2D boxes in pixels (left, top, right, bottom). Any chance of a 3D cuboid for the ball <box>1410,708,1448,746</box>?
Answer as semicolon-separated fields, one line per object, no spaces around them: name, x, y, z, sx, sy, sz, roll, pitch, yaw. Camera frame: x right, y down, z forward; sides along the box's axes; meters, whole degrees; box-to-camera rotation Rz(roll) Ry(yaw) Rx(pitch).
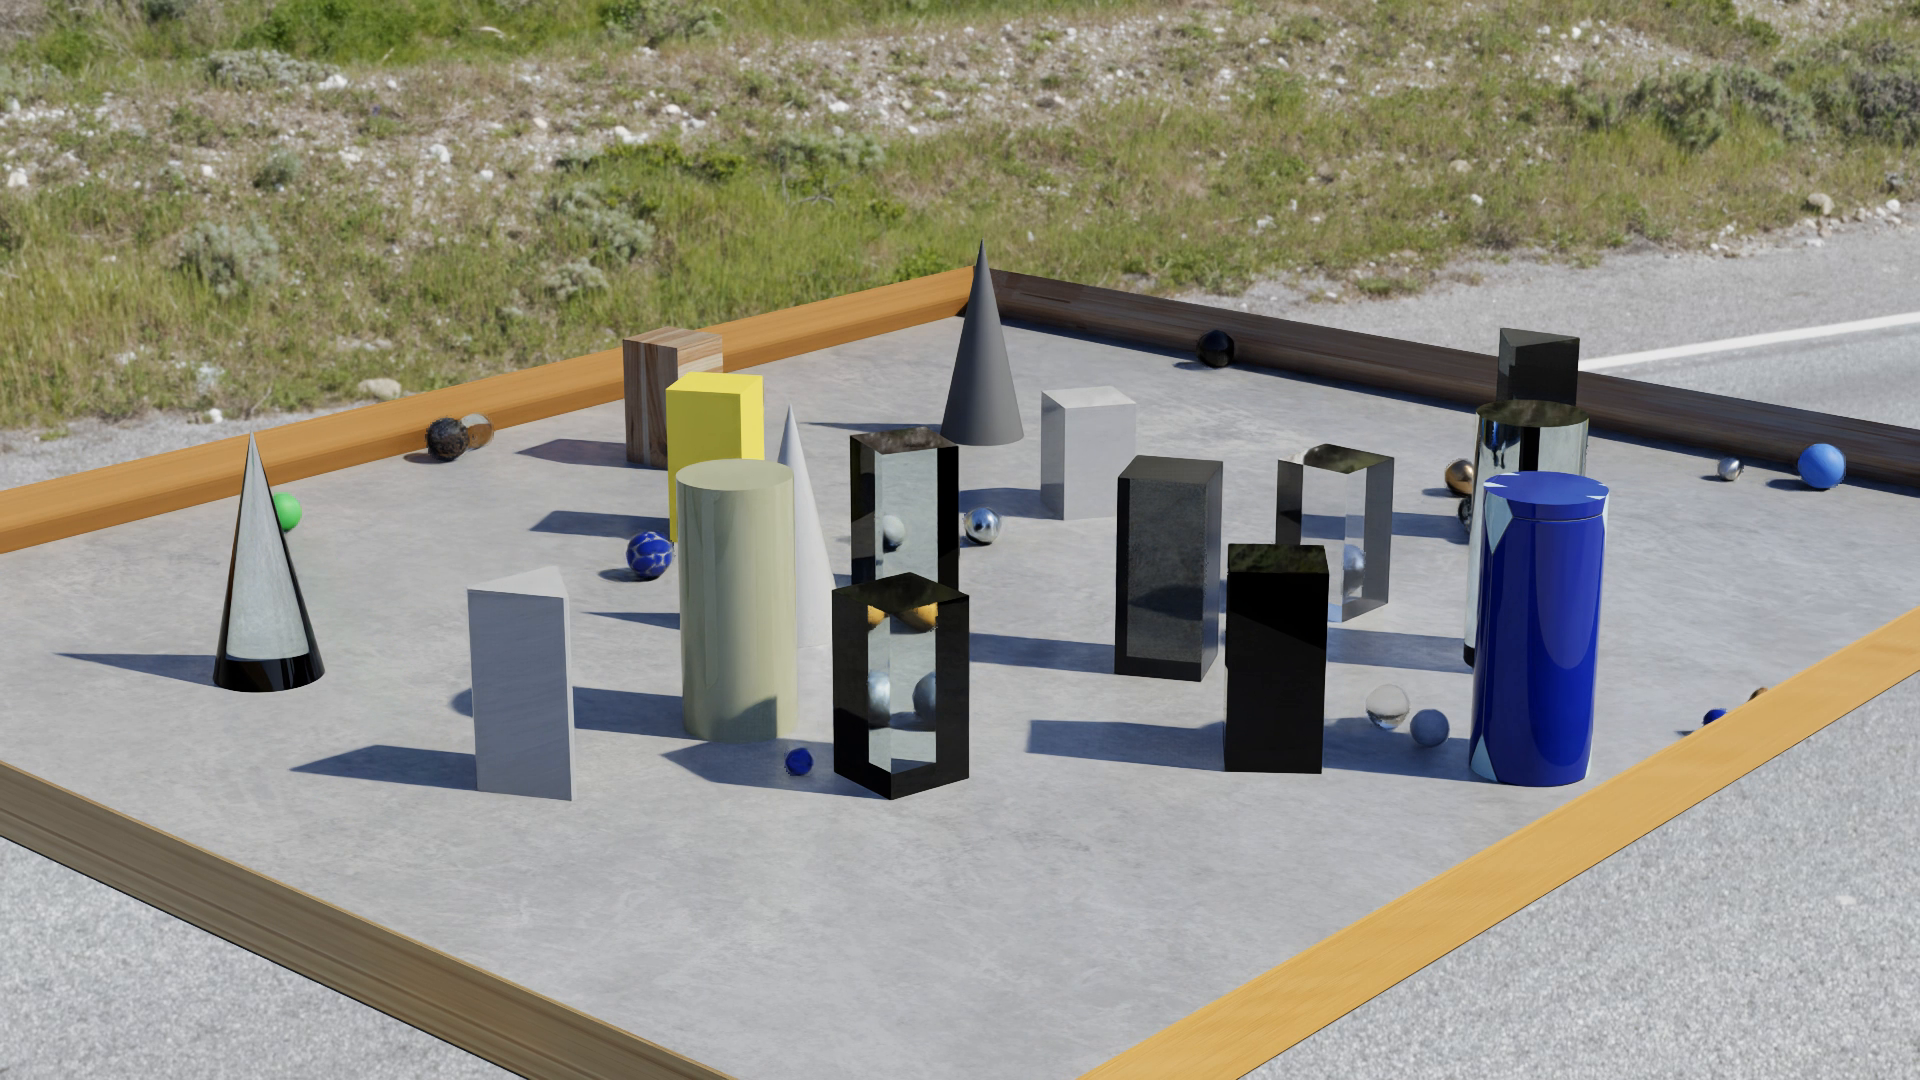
ball;0.703;0.281;4.392;0.058;0.058;0.058;0;17;0

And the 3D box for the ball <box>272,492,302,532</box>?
ball;-1.264;-0.052;5.464;0.072;0.072;0.072;0;17;0

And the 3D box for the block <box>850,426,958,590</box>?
block;-0.096;-0.035;5.049;0.141;0.282;0.141;-8;18;-24

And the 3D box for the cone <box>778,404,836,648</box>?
cone;-0.278;-0.039;4.859;0.177;0.398;0.177;0;17;0

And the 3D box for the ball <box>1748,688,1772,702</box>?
ball;1.231;0.256;4.465;0.063;0.063;0.063;0;17;0

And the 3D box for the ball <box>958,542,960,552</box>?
ball;-0.021;0.012;5.303;0.043;0.043;0.043;0;17;0

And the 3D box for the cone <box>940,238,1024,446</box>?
cone;0.046;-0.422;6.079;0.177;0.423;0.177;0;17;0

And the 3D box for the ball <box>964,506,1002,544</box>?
ball;0.041;-0.028;5.390;0.069;0.069;0.069;0;17;0

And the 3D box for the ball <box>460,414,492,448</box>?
ball;-0.999;-0.225;6.037;0.071;0.071;0.071;0;17;0

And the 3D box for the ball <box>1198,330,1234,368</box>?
ball;0.586;-0.437;6.710;0.086;0.086;0.086;0;17;0

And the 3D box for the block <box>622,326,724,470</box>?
block;-0.577;-0.286;5.923;0.141;0.254;0.141;11;20;33

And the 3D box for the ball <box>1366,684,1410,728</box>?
ball;0.651;0.254;4.466;0.067;0.067;0.067;0;17;0

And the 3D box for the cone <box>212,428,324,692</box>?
cone;-1.109;0.019;4.649;0.177;0.410;0.177;0;17;0

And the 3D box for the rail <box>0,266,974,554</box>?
rail;-1.079;-0.243;6.019;0.045;0.115;3.442;14;22;39

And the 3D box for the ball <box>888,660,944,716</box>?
ball;-0.068;0.228;4.521;0.085;0.085;0.085;0;17;0

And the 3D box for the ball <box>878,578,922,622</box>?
ball;-0.102;0.100;4.957;0.075;0.075;0.075;0;17;0

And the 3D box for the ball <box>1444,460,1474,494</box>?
ball;0.977;-0.121;5.703;0.067;0.067;0.067;0;17;0

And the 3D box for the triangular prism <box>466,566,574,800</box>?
triangular prism;-0.606;0.202;4.227;0.153;0.306;0.133;5;18;15

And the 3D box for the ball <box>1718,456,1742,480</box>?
ball;1.524;-0.142;5.804;0.046;0.046;0.046;0;17;0

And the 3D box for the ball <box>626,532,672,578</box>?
ball;-0.550;0.026;5.190;0.083;0.083;0.083;0;17;0

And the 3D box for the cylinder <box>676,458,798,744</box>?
cylinder;-0.336;0.091;4.437;0.177;0.396;0.177;0;17;0

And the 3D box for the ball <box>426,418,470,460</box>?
ball;-1.039;-0.205;5.948;0.085;0.085;0.085;0;17;0

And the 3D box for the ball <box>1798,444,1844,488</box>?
ball;1.687;-0.145;5.745;0.088;0.088;0.088;0;17;0

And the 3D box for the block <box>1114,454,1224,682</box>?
block;0.335;0.044;4.707;0.141;0.328;0.141;5;18;15

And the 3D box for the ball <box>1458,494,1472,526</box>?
ball;0.964;-0.052;5.473;0.068;0.068;0.068;0;17;0

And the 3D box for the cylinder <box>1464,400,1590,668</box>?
cylinder;0.908;-0.003;4.712;0.177;0.415;0.177;0;17;0

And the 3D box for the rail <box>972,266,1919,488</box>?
rail;1.113;-0.343;6.348;2.906;0.115;0.045;14;22;39

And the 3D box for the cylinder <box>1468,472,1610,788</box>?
cylinder;0.839;0.129;4.261;0.177;0.426;0.177;0;17;0

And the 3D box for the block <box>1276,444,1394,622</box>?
block;0.639;-0.014;5.013;0.141;0.261;0.141;14;22;39

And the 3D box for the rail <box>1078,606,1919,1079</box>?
rail;1.079;0.301;4.225;0.045;0.115;3.442;14;22;39

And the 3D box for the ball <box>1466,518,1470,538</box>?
ball;0.959;-0.024;5.400;0.056;0.056;0.056;0;17;0

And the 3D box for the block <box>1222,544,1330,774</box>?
block;0.463;0.174;4.316;0.141;0.307;0.141;1;17;4

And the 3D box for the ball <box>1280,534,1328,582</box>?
ball;0.607;0.031;5.168;0.086;0.086;0.086;0;17;0

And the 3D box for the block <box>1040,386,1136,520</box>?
block;0.244;-0.167;5.591;0.141;0.219;0.141;-5;18;-16

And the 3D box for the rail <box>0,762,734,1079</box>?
rail;-1.113;0.401;3.895;2.906;0.115;0.045;14;22;39

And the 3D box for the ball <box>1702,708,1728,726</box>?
ball;1.145;0.277;4.431;0.044;0.044;0.044;0;17;0

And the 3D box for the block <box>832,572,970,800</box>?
block;-0.086;0.209;4.245;0.141;0.280;0.141;-13;21;-36

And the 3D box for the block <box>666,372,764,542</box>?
block;-0.449;-0.150;5.412;0.141;0.290;0.141;4;17;12

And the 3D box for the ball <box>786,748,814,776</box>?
ball;-0.234;0.324;4.282;0.040;0.040;0.040;0;17;0

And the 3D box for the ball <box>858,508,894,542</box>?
ball;-0.153;-0.028;5.396;0.066;0.066;0.066;0;17;0

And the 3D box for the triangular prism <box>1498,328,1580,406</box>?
triangular prism;1.035;-0.199;5.436;0.153;0.371;0.133;-9;19;-26
